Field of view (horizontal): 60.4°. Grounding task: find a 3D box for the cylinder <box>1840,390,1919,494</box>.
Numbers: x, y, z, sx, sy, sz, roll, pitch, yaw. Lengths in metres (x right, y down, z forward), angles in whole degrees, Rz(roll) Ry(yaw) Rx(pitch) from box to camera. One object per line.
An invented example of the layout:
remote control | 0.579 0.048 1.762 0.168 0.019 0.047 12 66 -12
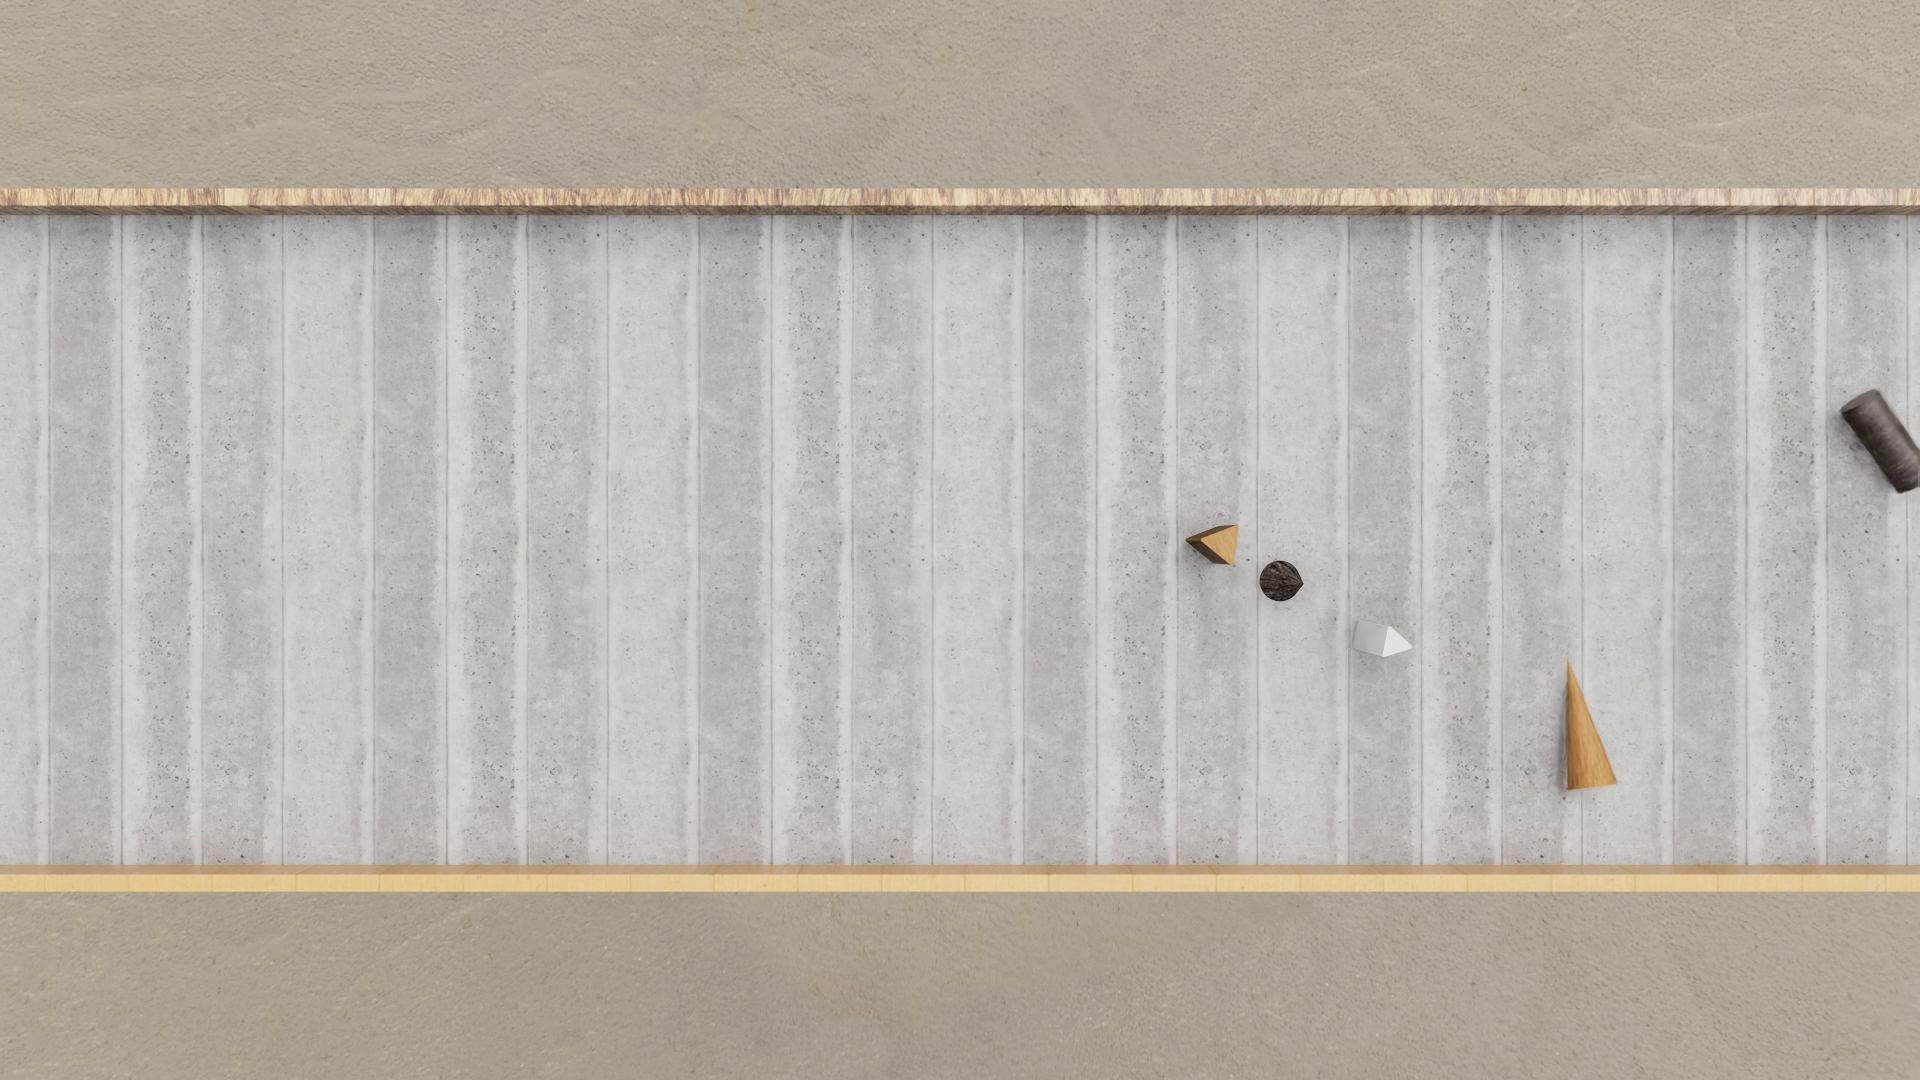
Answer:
cylinder | 2.822 -0.300 5.018 0.118 0.118 0.303 -35 90 0

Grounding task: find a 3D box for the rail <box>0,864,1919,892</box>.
rail | -2.247 1.025 5.001 12.000 0.150 0.050 0 90 0

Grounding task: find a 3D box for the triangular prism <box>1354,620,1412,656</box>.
triangular prism | 1.239 0.284 4.896 0.088 0.361 0.076 -18 90 0

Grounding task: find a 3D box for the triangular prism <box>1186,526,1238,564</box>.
triangular prism | 0.769 -0.004 4.910 0.115 0.332 0.100 39 90 0

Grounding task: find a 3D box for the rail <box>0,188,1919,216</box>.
rail | -2.247 -1.025 5.002 12.000 0.150 0.050 0 90 0

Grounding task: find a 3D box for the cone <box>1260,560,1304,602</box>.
cone | 0.985 0.126 4.900 0.126 0.353 0.126 0 90 0

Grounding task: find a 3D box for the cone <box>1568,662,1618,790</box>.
cone | 1.894 0.556 5.041 0.144 0.144 0.398 -7 80 0
